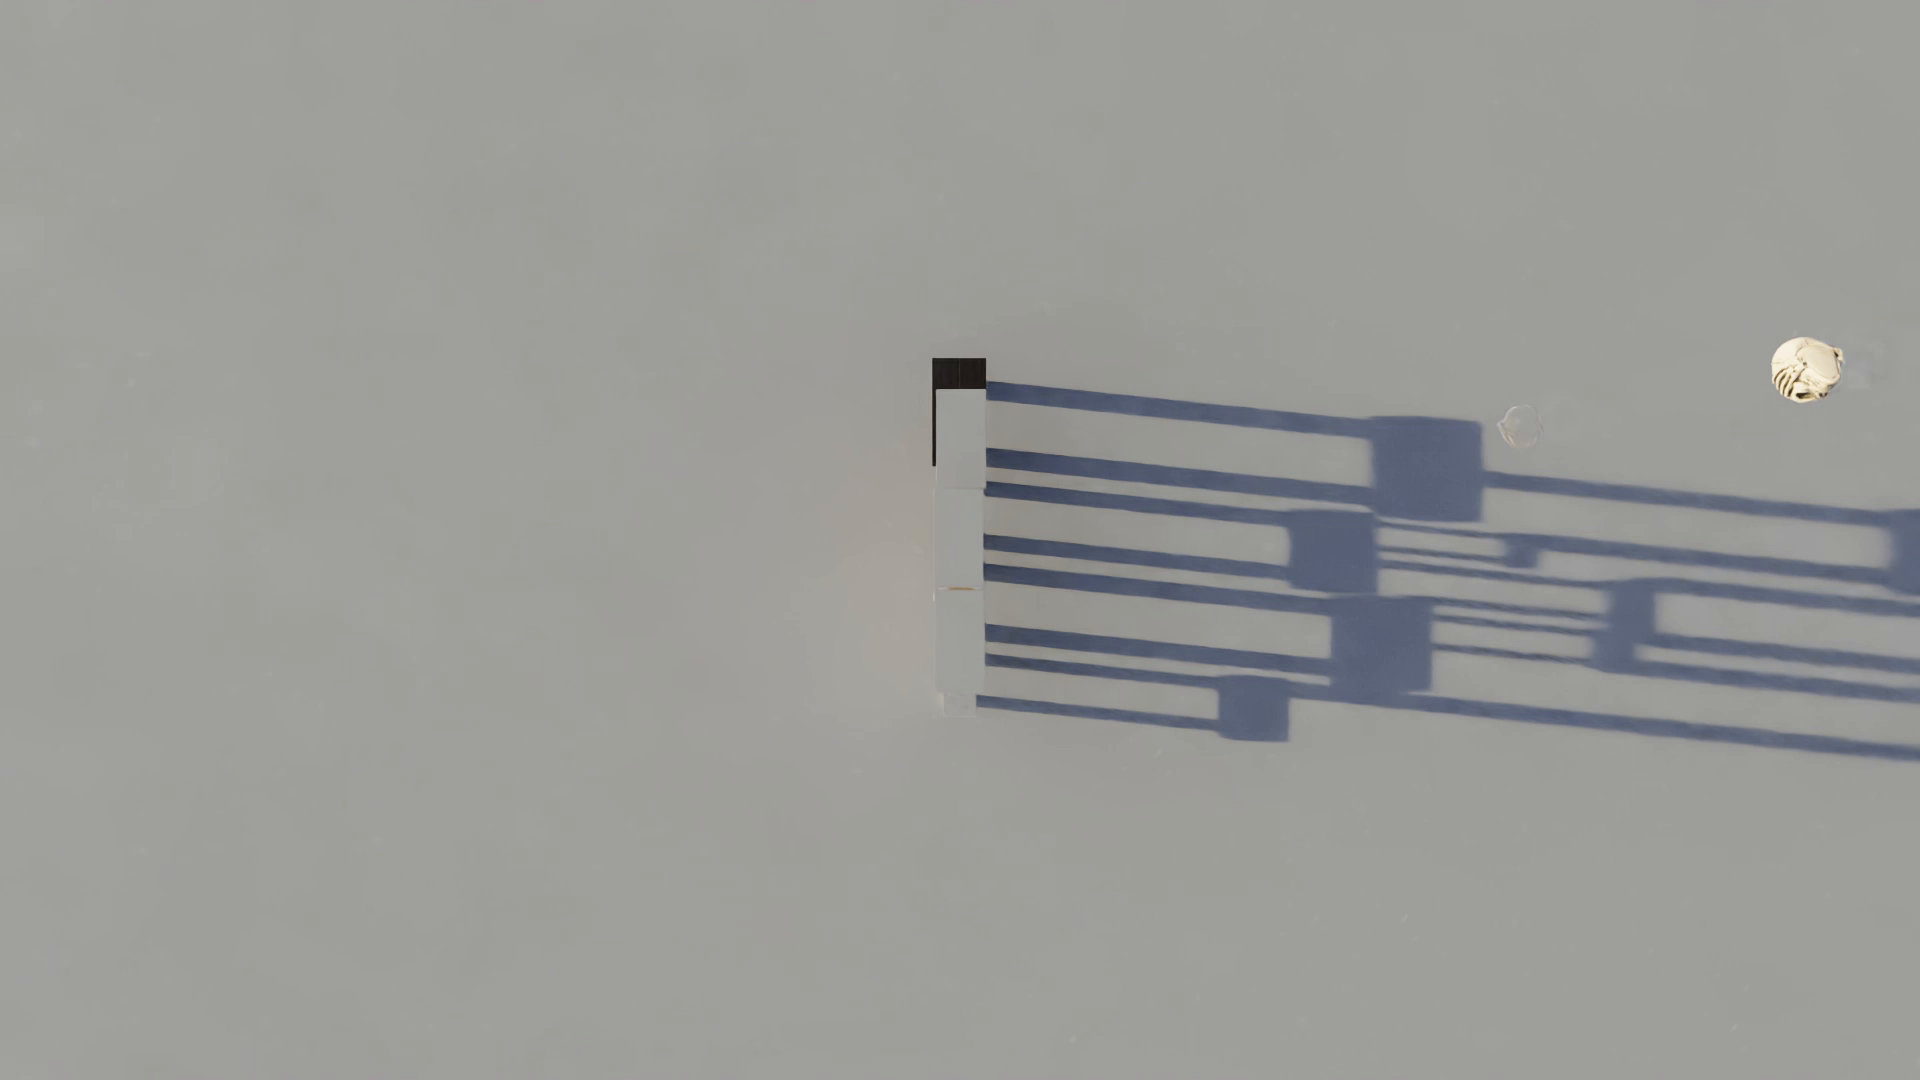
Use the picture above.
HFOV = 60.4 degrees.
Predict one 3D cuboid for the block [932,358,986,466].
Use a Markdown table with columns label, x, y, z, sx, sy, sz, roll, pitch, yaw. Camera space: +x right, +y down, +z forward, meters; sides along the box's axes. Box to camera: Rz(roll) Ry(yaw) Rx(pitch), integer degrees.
| label | x | y | z | sx | sy | sz | roll | pitch | yaw |
| --- | --- | --- | --- | --- | --- | --- | --- | --- | --- |
| block | -0.003 | -0.398 | 5.141 | 0.167 | 0.047 | 0.335 | 0 | 90 | 0 |

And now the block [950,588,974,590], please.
| label | x | y | z | sx | sy | sz | roll | pitch | yaw |
| --- | --- | --- | --- | --- | --- | --- | --- | --- | --- |
| block | 0.003 | 0.142 | 5.000 | 0.072 | 0.021 | 0.145 | 0 | 90 | 0 |

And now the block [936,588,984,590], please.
| label | x | y | z | sx | sy | sz | roll | pitch | yaw |
| --- | --- | --- | --- | --- | --- | --- | --- | --- | --- |
| block | -0.002 | 0.198 | 5.176 | 0.151 | 0.043 | 0.302 | 0 | 90 | 0 |

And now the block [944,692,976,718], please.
| label | x | y | z | sx | sy | sz | roll | pitch | yaw |
| --- | --- | --- | --- | --- | --- | --- | --- | --- | --- |
| block | 0.000 | 0.460 | 5.274 | 0.105 | 0.030 | 0.211 | 0 | 90 | 0 |

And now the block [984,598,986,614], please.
| label | x | y | z | sx | sy | sz | roll | pitch | yaw |
| --- | --- | --- | --- | --- | --- | --- | --- | --- | --- |
| block | 0.000 | 0.189 | 4.845 | 0.144 | 0.288 | 0.041 | 0 | 90 | 0 |

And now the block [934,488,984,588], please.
| label | x | y | z | sx | sy | sz | roll | pitch | yaw |
| --- | --- | --- | --- | --- | --- | --- | --- | --- | --- |
| block | -0.004 | -0.005 | 4.673 | 0.140 | 0.040 | 0.280 | 0 | 90 | 0 |

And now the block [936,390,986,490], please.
| label | x | y | z | sx | sy | sz | roll | pitch | yaw |
| --- | --- | --- | --- | --- | --- | --- | --- | --- | --- |
| block | 0.003 | -0.289 | 4.754 | 0.144 | 0.041 | 0.287 | 0 | 90 | 0 |

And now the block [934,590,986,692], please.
| label | x | y | z | sx | sy | sz | roll | pitch | yaw |
| --- | --- | --- | --- | --- | --- | --- | --- | --- | --- |
| block | -0.002 | 0.287 | 4.681 | 0.144 | 0.041 | 0.288 | 0 | 90 | 0 |
